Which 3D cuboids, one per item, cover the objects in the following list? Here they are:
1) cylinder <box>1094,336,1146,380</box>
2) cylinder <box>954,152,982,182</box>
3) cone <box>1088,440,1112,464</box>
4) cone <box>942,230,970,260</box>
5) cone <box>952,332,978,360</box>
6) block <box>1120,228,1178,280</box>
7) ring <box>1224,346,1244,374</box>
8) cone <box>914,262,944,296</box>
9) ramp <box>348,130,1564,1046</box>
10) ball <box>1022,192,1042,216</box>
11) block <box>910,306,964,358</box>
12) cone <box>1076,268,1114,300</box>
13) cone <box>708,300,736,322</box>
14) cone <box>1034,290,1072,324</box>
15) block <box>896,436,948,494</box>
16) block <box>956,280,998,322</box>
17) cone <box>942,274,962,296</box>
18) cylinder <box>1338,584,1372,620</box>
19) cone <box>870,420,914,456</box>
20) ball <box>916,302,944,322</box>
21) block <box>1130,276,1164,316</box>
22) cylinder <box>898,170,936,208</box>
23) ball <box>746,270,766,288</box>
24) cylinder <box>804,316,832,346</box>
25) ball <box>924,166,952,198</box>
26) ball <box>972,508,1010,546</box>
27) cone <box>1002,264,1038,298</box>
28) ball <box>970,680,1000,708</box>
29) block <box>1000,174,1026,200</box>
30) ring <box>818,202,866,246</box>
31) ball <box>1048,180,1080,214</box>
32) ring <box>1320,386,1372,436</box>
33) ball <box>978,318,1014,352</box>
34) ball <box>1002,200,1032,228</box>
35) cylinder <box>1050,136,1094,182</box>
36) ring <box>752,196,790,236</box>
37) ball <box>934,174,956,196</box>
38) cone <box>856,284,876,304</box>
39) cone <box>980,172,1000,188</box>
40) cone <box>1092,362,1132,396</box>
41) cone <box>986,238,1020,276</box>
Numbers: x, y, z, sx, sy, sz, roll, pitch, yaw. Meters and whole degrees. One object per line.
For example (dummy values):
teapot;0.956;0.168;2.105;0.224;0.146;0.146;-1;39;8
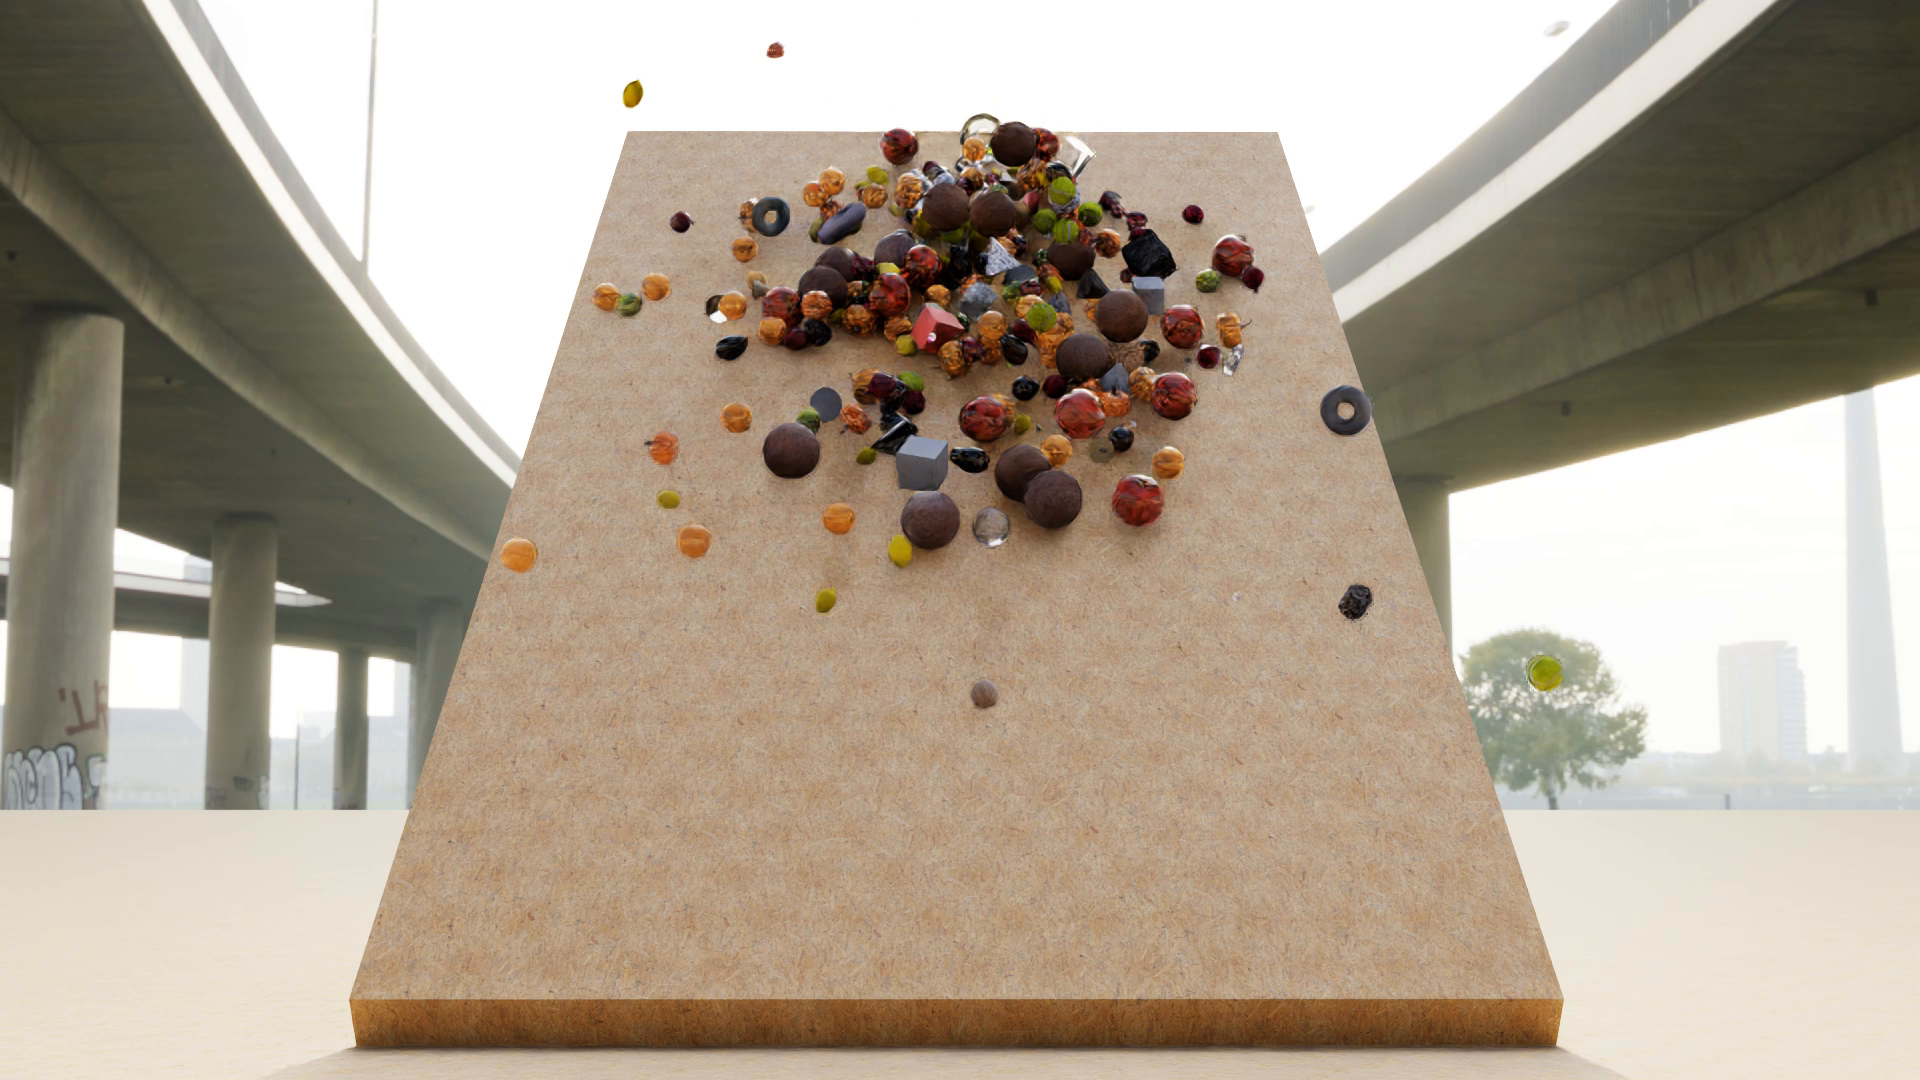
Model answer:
cylinder;0.394;-0.448;5.960;0.089;0.089;0.089;22;6;32
cylinder;0.023;-1.087;7.058;0.060;0.060;0.060;43;-1;8
cone;0.333;-0.208;5.610;0.060;0.060;0.060;-2;14;19
cone;0.001;-0.786;6.564;0.078;0.078;0.078;-14;-41;-13
cone;0.023;-0.488;5.990;0.069;0.069;0.069;2;-10;-20
block;0.497;-0.738;6.362;0.097;0.097;0.097;-36;-28;0
ring;0.676;-0.445;5.969;0.027;0.080;0.080;29;-2;8
cone;-0.063;-0.689;6.421;0.088;0.088;0.088;-3;-1;26
ramp;-0.013;-0.208;5.734;2.000;0.100;4.000;0;30;0
ball;0.208;-0.952;6.846;0.067;0.067;0.067;0;-6;0
block;-0.056;-0.521;6.052;0.085;0.085;0.085;14;26;-32
cone;0.354;-0.630;6.108;0.086;0.086;0.086;22;-14;-20
cone;-0.618;-0.599;6.271;0.071;0.071;0.071;1;23;-10
cone;0.231;-0.587;6.236;0.092;0.092;0.092;-16;-11;17
block;-0.085;-0.171;5.482;0.090;0.090;0.090;10;32;16
block;0.044;-0.618;6.249;0.066;0.066;0.066;-51;-5;40
cone;-0.033;-0.663;6.364;0.053;0.053;0.053;38;-2;1
cylinder;0.802;0.125;4.905;0.054;0.054;0.054;-4;26;30
cone;-0.166;-0.219;5.556;0.096;0.096;0.096;-13;-1;-24
ball;-0.074;-0.567;6.175;0.078;0.078;0.078;0;-6;0
block;0.489;-0.636;6.299;0.075;0.075;0.075;-2;30;-5
cylinder;-0.121;-0.983;6.769;0.077;0.077;0.077;-42;-13;-12
ball;-0.539;-0.689;6.406;0.051;0.051;0.051;0;-6;0
cylinder;-0.361;-0.529;6.126;0.057;0.057;0.057;3;27;-23
ball;-0.063;-1.031;6.958;0.090;0.090;0.090;0;-6;0
ball;0.068;-0.029;5.244;0.084;0.084;0.084;0;-6;0
cone;0.166;-0.659;6.310;0.093;0.093;0.093;1;24;-11
ball;0.049;0.300;4.708;0.056;0.056;0.056;0;-6;0
block;0.153;-1.016;6.967;0.057;0.057;0.057;11;32;18
ring;-0.312;-0.839;6.416;0.150;0.050;0.150;-36;16;12
ball;0.277;-0.913;6.440;0.088;0.088;0.088;0;-6;0
ring;0.907;-0.305;5.688;0.122;0.122;0.041;-2;18;20
ball;0.089;-0.515;6.073;0.090;0.090;0.090;0;-6;0
ball;0.159;-0.910;6.762;0.081;0.081;0.081;0;-6;0
cylinder;0.322;-1.104;7.005;0.092;0.092;0.092;7;-53;-50
ring;-0.520;-0.891;6.660;0.114;0.114;0.038;3;21;-26
ball;-0.040;-0.979;6.665;0.063;0.063;0.063;0;-6;0
cone;-0.237;-0.643;6.357;0.053;0.053;0.053;-5;-2;39
cone;0.093;-1.033;7.011;0.050;0.050;0.050;23;-13;-17
cone;0.358;-0.377;5.888;0.089;0.089;0.089;-19;-13;22
cone;0.096;-0.737;6.218;0.096;0.096;0.096;-18;4;1
